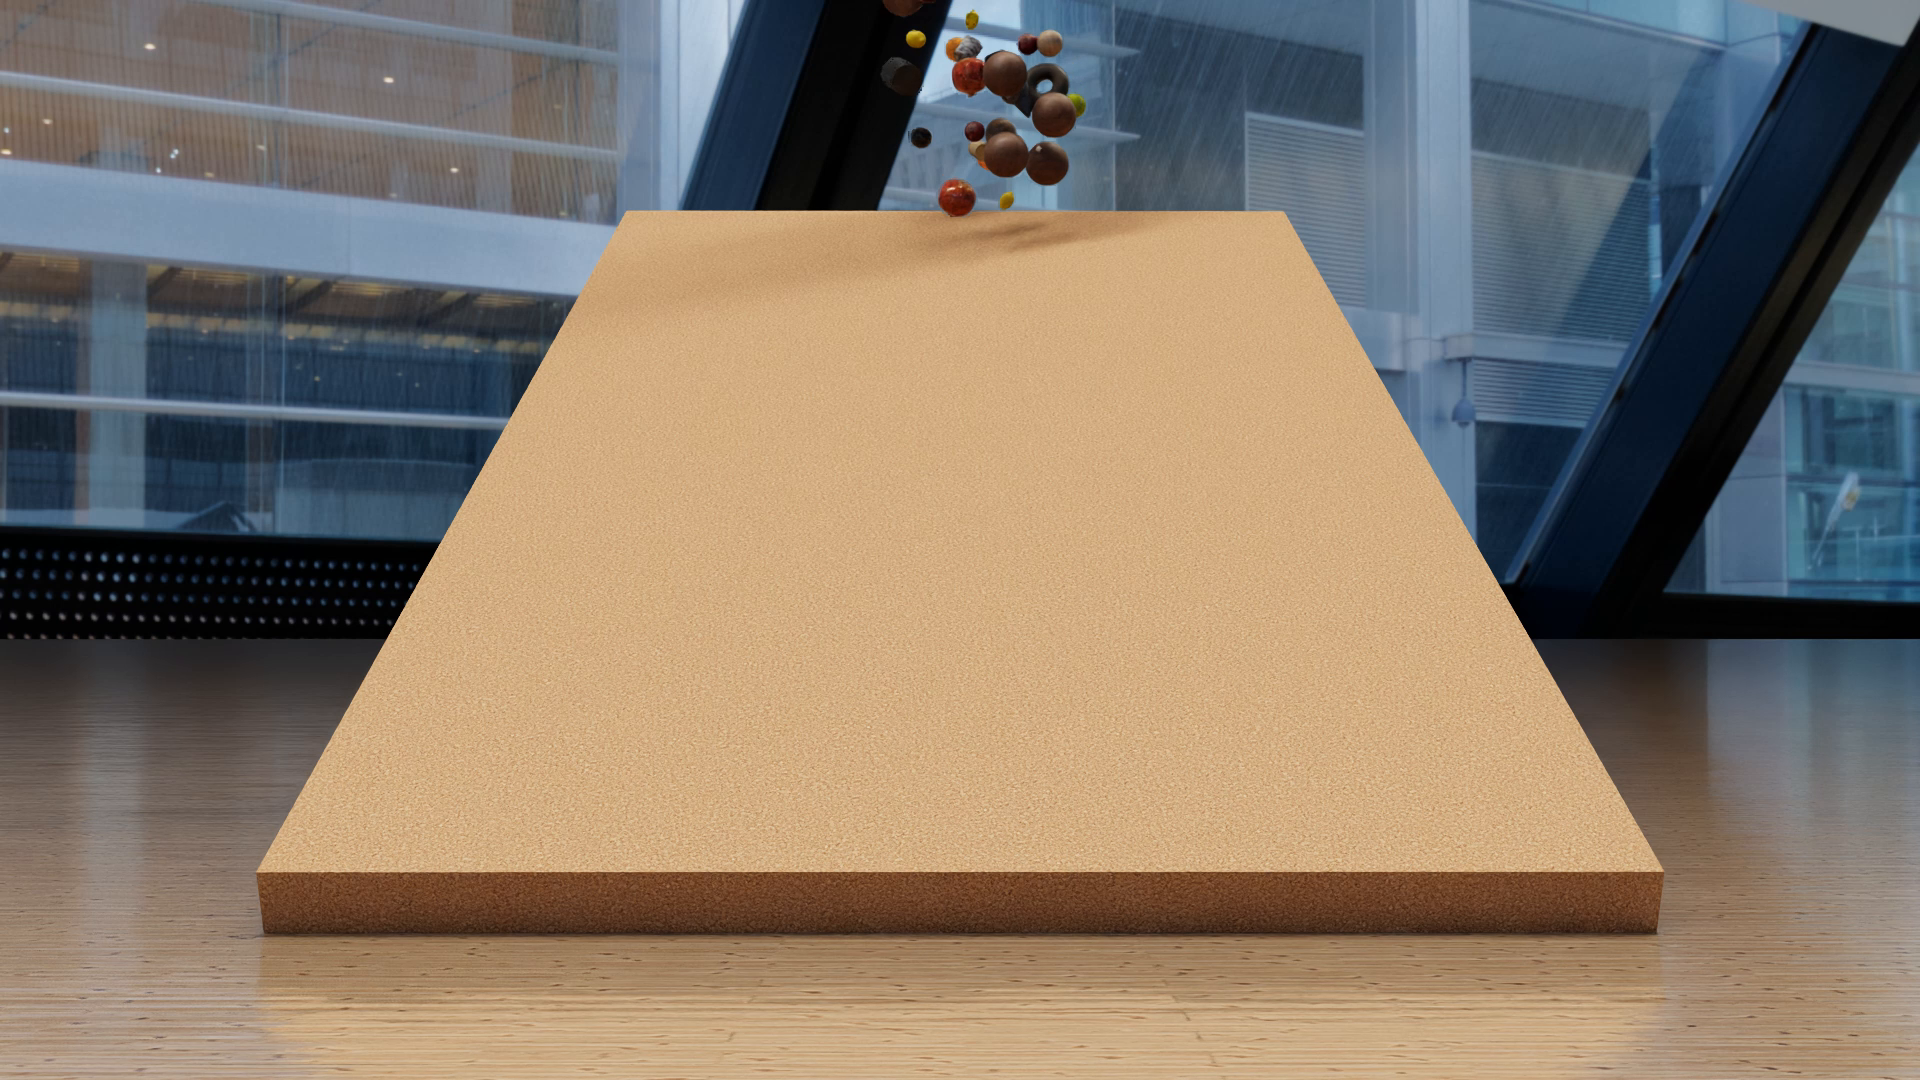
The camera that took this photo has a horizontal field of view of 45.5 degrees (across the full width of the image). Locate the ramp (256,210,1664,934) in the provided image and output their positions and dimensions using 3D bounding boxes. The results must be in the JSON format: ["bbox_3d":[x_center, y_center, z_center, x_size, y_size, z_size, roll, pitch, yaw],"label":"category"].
[{"bbox_3d":[-0.006,-0.219,5.131,2.000,0.100,4.000,0,22,0],"label":"ramp"}]

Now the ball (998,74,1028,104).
[{"bbox_3d":[0.157,-1.317,6.692,0.088,0.088,0.088,0,-2,0],"label":"ball"}]

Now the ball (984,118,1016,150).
[{"bbox_3d":[0.123,-1.223,6.903,0.096,0.096,0.096,0,-2,0],"label":"ball"}]

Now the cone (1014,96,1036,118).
[{"bbox_3d":[0.193,-1.238,6.607,0.061,0.061,0.061,-8,-28,-4],"label":"cone"}]

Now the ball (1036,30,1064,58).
[{"bbox_3d":[0.258,-1.432,6.603,0.078,0.078,0.078,0,-2,0],"label":"ball"}]

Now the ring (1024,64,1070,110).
[{"bbox_3d":[0.249,-1.332,6.728,0.148,0.148,0.049,-1,-16,17],"label":"ring"}]

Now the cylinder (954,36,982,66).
[{"bbox_3d":[0.024,-1.480,6.934,0.065,0.065,0.065,28,-19,10],"label":"cylinder"}]
